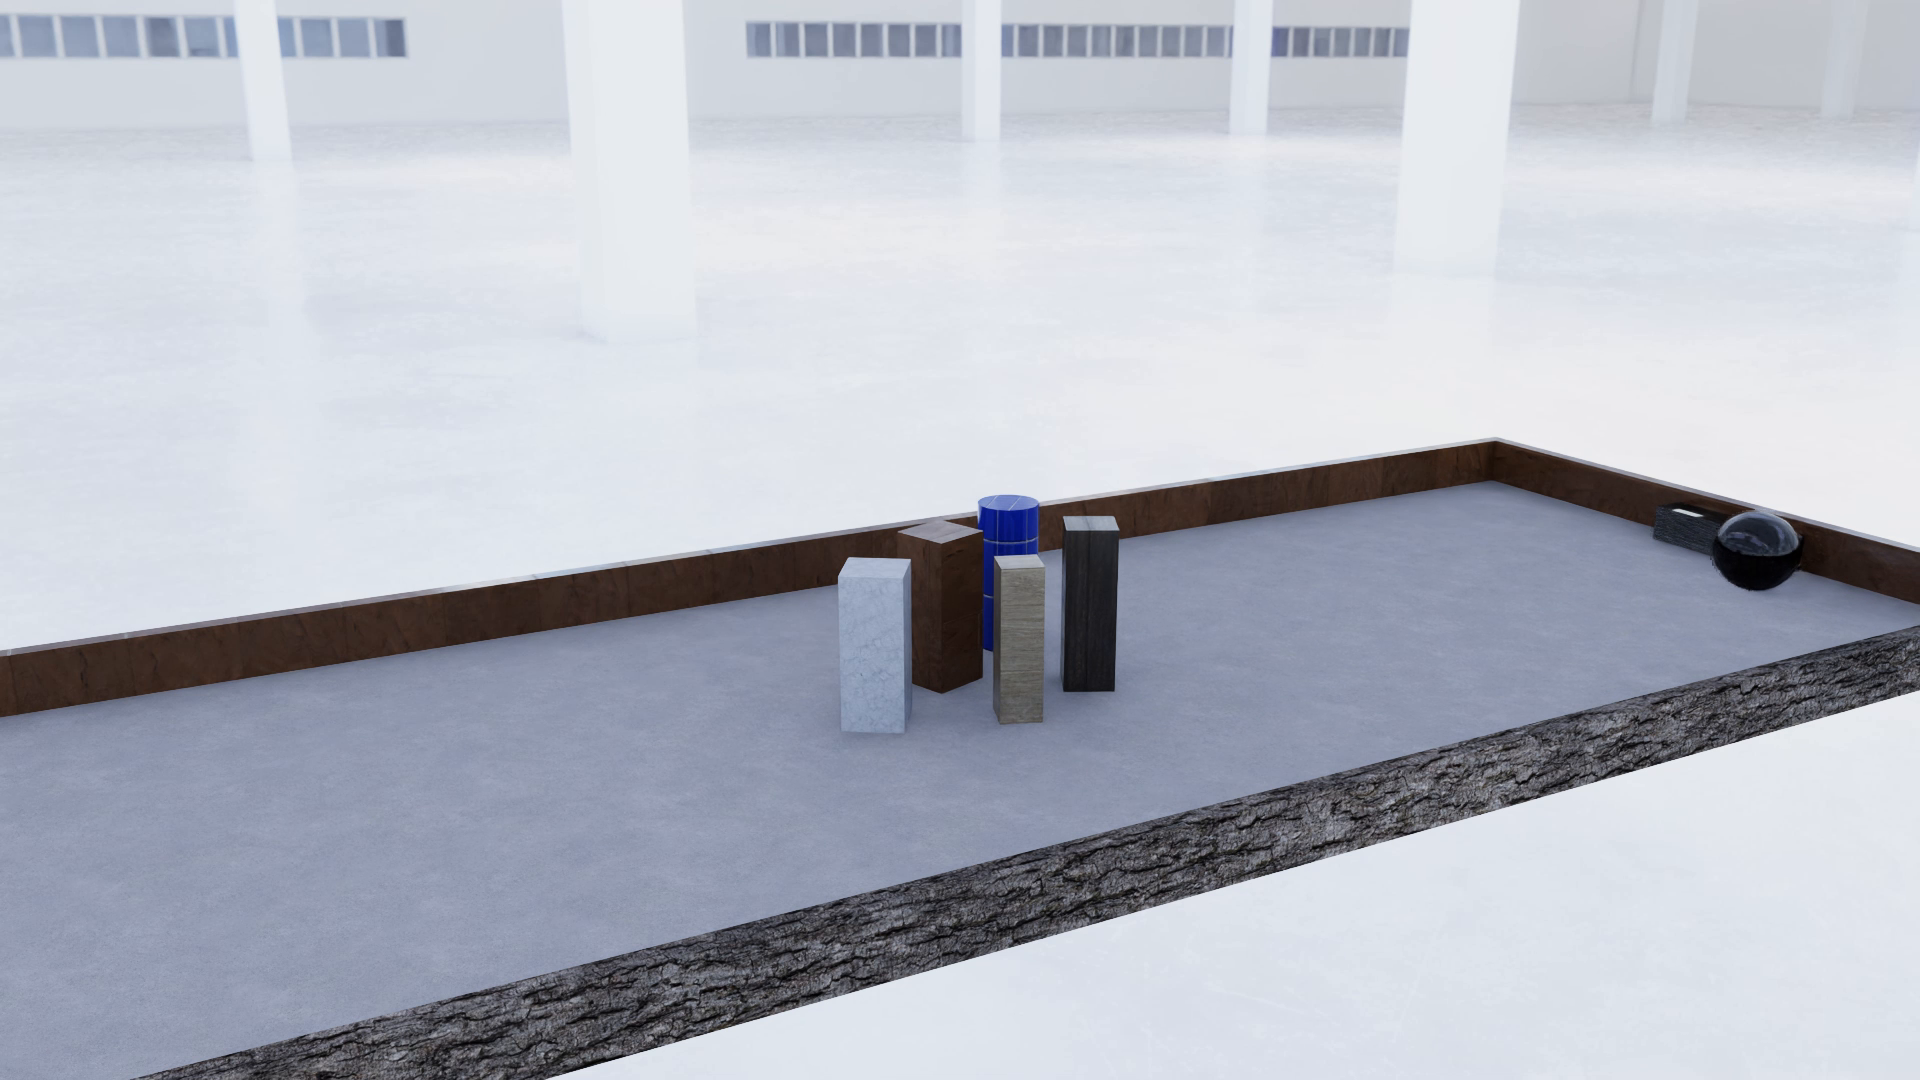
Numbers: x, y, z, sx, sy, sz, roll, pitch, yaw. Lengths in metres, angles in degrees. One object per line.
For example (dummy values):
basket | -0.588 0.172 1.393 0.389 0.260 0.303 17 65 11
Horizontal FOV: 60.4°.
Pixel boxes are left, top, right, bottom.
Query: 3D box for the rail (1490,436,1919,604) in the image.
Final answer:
rail | 2.466 -0.048 5.253 0.050 0.150 2.100 -9 18 -27

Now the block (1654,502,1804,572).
block | 2.410 -0.009 5.190 0.110 0.110 0.453 -8 18 -26

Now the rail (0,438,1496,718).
rail | -3.305 0.497 3.399 12.000 0.150 0.050 -9 18 -27

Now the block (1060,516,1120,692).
block | 0.319 0.158 4.080 0.126 0.415 0.126 0 16 -1

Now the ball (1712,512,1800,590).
ball | 2.334 0.032 4.834 0.233 0.233 0.233 0 16 0

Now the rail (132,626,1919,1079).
rail | -2.336 1.006 1.665 12.000 0.150 0.050 -9 18 -27

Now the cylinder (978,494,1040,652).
cylinder | 0.126 0.089 4.361 0.161 0.390 0.161 0 16 0

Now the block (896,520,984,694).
block | -0.049 0.164 4.111 0.151 0.387 0.151 15 22 41

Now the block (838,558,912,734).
block | -0.195 0.245 3.851 0.148 0.378 0.148 2 16 5

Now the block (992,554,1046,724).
block | 0.138 0.234 3.880 0.102 0.383 0.102 -2 17 -8
